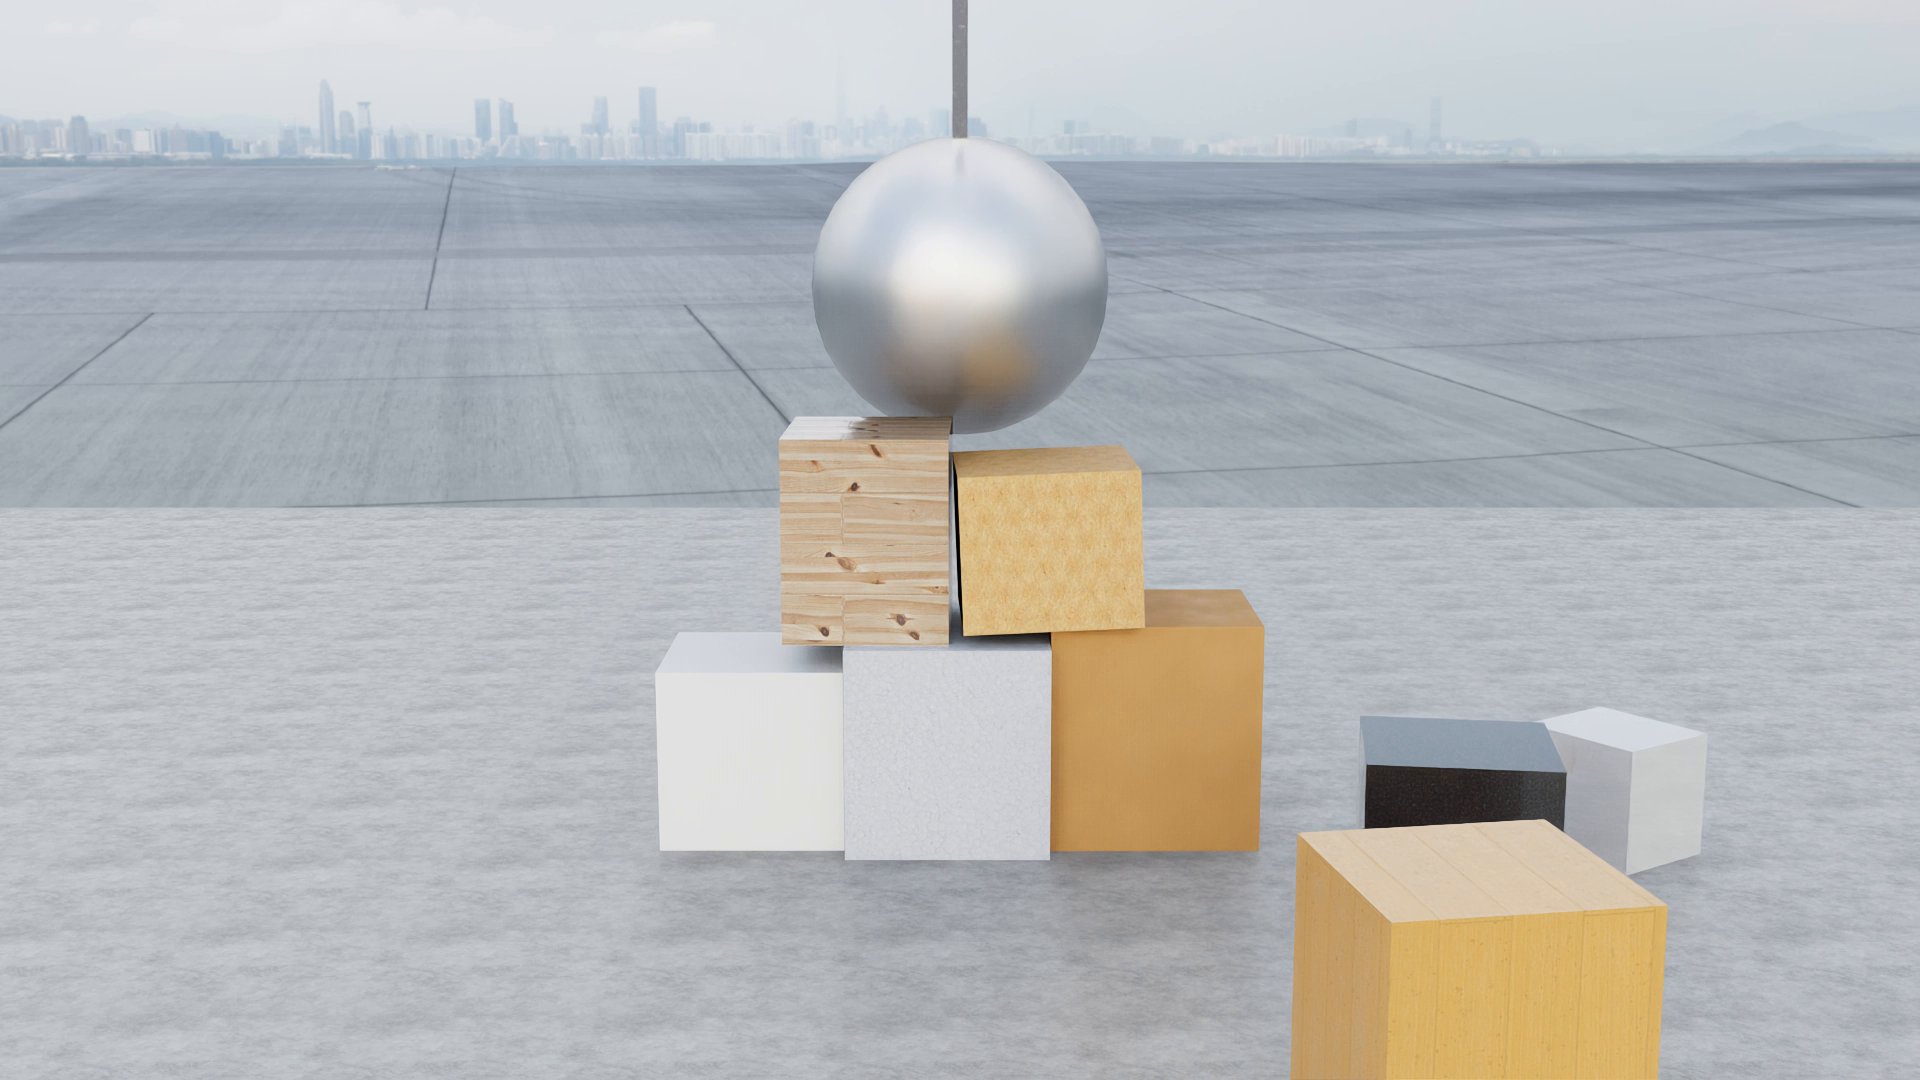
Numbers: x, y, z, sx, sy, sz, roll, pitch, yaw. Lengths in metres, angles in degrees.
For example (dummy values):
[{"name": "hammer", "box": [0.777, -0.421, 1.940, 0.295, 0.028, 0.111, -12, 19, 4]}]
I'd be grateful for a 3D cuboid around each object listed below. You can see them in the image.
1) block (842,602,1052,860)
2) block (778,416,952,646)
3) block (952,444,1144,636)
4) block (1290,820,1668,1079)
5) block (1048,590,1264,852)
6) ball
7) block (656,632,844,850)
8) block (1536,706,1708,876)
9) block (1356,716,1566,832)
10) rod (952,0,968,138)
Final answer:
[{"name": "block", "box": [-0.062, 0.956, 11.346, 1.014, 1.059, 1.166, 0, 10, 0]}, {"name": "block", "box": [-0.457, -0.063, 11.145, 0.819, 1.019, 0.899, 0, 10, 1]}, {"name": "block", "box": [0.430, -0.016, 11.071, 0.884, 0.776, 0.904, -3, 10, -1]}, {"name": "block", "box": [1.788, 1.636, 7.746, 0.961, 1.009, 0.954, -2, 10, -10]}, {"name": "block", "box": [0.971, 0.910, 11.355, 1.048, 1.147, 0.921, 0, 10, 0]}, {"name": "ball", "box": [0.000, -1.365, 11.832, 1.600, 1.600, 1.600, 0, 10, 0]}, {"name": "block", "box": [-1.041, 1.024, 11.379, 0.924, 0.914, 0.912, 0, 10, 0]}, {"name": "block", "box": [3.269, 1.242, 11.004, 0.576, 0.618, 0.648, -7, 13, -35]}, {"name": "block", "box": [2.221, 1.326, 9.875, 0.838, 0.859, 0.827, 1, 10, 8]}, {"name": "rod", "box": [0.000, -4.584, 10.737, 0.080, 5.200, 0.080, 0, 19, 0]}]
